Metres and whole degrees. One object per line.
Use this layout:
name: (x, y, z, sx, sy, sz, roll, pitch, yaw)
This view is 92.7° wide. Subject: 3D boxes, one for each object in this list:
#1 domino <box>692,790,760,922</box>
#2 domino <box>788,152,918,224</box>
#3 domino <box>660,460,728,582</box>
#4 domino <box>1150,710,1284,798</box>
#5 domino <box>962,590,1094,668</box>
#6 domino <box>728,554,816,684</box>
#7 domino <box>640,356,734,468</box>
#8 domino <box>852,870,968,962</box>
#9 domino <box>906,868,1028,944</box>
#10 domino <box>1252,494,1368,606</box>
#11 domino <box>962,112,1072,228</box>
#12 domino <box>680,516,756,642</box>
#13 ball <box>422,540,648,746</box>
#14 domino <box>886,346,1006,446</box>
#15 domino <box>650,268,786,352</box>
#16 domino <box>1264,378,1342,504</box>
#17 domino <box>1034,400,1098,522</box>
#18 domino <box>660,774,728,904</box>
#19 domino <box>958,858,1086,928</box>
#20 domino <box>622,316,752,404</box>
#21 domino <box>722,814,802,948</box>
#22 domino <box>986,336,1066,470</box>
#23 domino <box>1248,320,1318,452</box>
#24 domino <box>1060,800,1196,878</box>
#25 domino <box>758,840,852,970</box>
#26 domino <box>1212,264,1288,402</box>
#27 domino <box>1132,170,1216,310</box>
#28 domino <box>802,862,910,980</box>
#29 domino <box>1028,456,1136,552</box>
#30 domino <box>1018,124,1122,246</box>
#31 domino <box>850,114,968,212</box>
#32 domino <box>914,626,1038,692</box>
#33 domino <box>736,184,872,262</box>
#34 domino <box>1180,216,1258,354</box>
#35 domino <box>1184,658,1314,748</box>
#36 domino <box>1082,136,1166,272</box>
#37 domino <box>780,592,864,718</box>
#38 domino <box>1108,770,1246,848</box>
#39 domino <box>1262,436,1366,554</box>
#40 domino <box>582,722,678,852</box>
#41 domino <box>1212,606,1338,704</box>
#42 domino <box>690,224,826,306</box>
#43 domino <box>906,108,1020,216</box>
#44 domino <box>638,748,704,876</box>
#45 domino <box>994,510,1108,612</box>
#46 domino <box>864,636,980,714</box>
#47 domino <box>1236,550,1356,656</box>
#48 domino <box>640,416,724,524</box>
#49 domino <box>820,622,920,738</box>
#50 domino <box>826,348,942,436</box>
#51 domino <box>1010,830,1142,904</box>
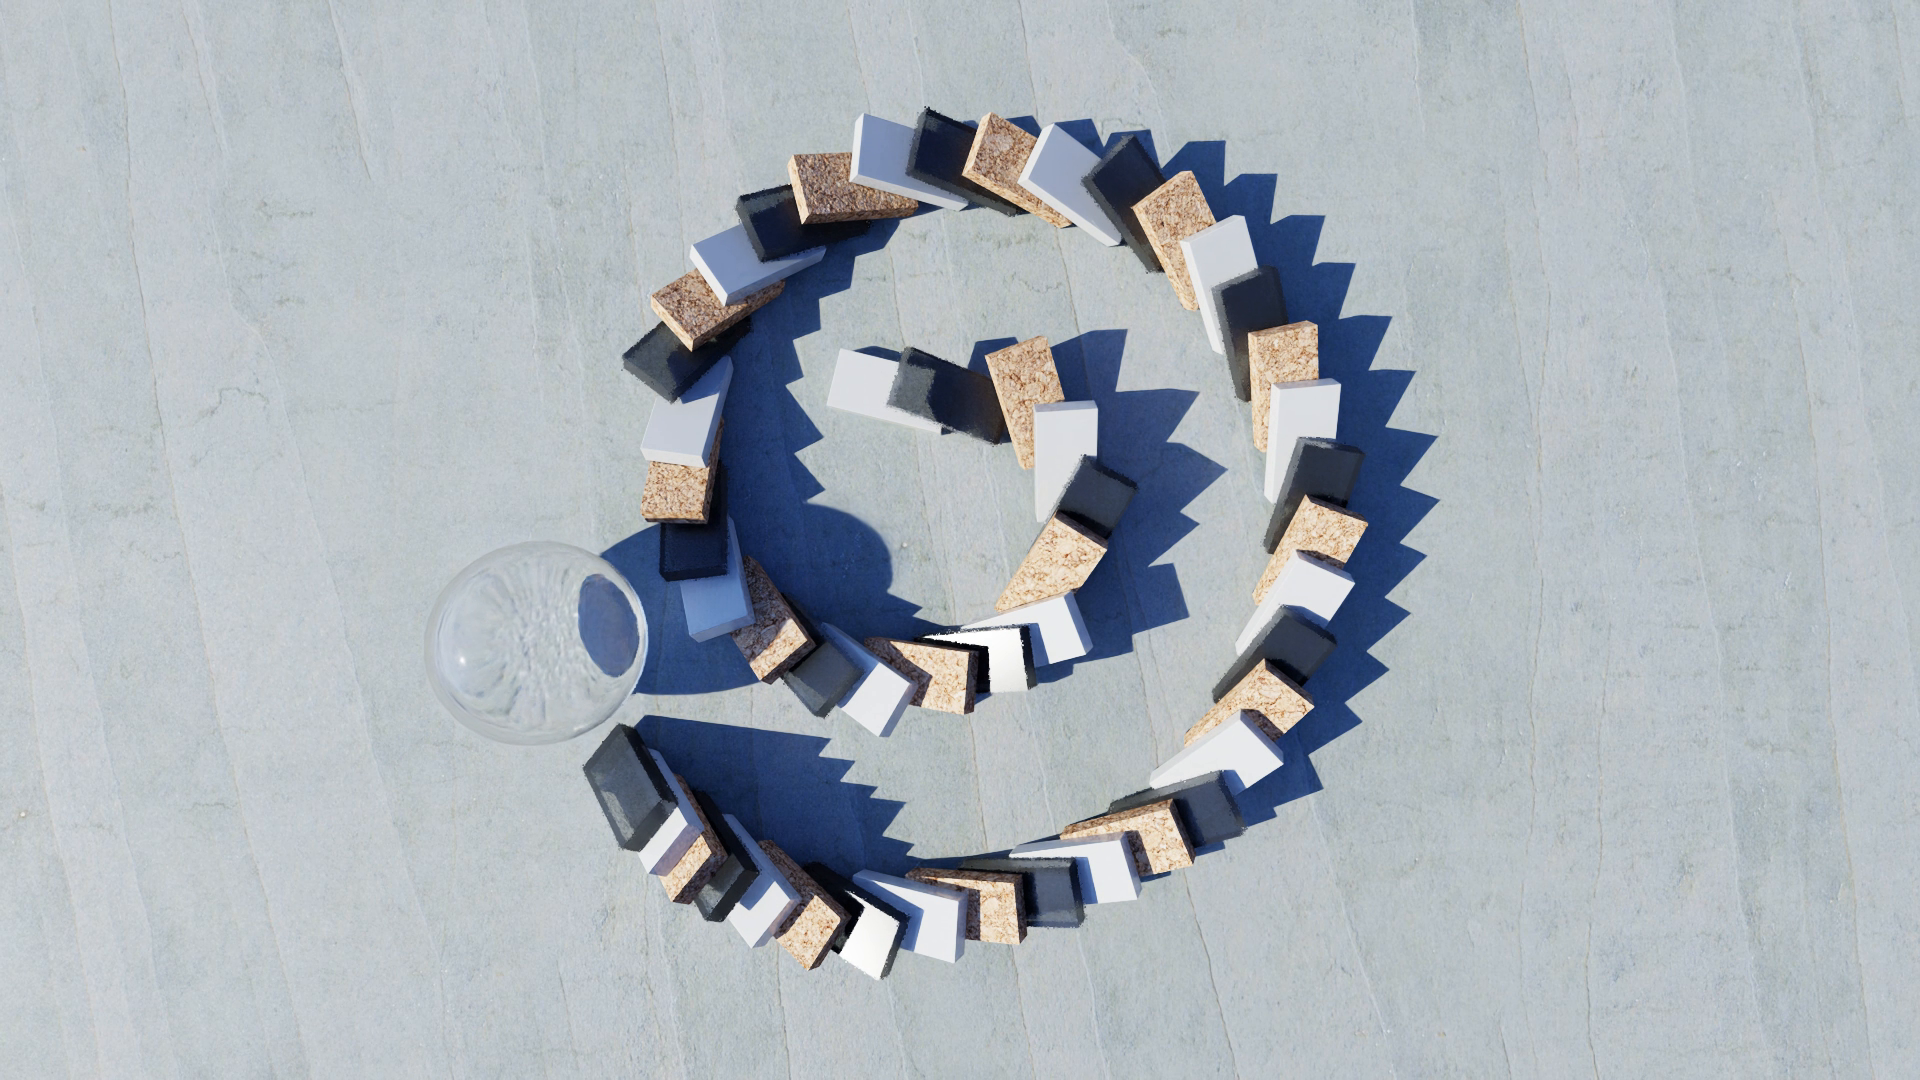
domino: (-0.105, 0.130, 0.380, 0.025, 0.010, 0.050, -53, 48, -1)
domino: (-0.044, -0.148, 0.385, 0.050, 0.009, 0.025, -14, 90, -26)
domino: (-0.112, -0.009, 0.385, 0.025, 0.010, 0.050, -7, 64, 0)
domino: (0.107, 0.096, 0.385, 0.025, 0.010, 0.050, 46, 116, 0)
domino: (0.028, 0.041, 0.383, 0.050, 0.010, 0.025, -20, 93, 30)
domino: (-0.085, 0.033, 0.385, 0.025, 0.009, 0.050, -40, 64, 0)
domino: (-0.114, -0.056, 0.385, 0.025, 0.009, 0.050, 8, 65, 0)
domino: (-0.022, 0.157, 0.385, 0.050, 0.009, 0.025, 4, 90, 25)
domino: (0.002, 0.153, 0.385, 0.050, 0.009, 0.025, -5, 90, 25)
domino: (0.146, 0.009, 0.385, 0.025, 0.009, 0.050, 20, 115, 0)
domino: (0.028, -0.155, 0.385, 0.050, 0.010, 0.025, 19, 90, -25)
domino: (-0.104, 0.015, 0.385, 0.025, 0.009, 0.050, -19, 64, 0)
ball: (-0.165, 0.040, 0.360, 0.080, 0.080, 0.080, 0, 90, 0)
domino: (-0.003, -0.060, 0.386, 0.050, 0.010, 0.025, 18, 90, -24)
domino: (-0.101, -0.103, 0.385, 0.025, 0.010, 0.050, 47, 64, 1)
domino: (0.143, -0.041, 0.385, 0.025, 0.009, 0.050, -5, 115, 0)
domino: (0.044, -0.032, 0.384, 0.025, 0.010, 0.050, -4, 120, 0)
domino: (-0.117, 0.122, 0.380, 0.025, 0.010, 0.050, -51, 48, 1)
domino: (0.025, 0.148, 0.385, 0.050, 0.009, 0.025, -10, 90, 24)
domino: (-0.114, -0.083, 0.384, 0.025, 0.010, 0.050, 37, 63, 2)
domino: (-0.091, 0.142, 0.384, 0.050, 0.010, 0.025, 39, 90, 28)
domino: (0.031, -0.058, 0.386, 0.025, 0.009, 0.050, -21, 109, -5)
domino: (0.136, -0.064, 0.385, 0.025, 0.009, 0.050, -12, 115, 0)
domino: (0.070, 0.128, 0.385, 0.050, 0.009, 0.025, -23, 90, 25)
domino: (-0.072, 0.152, 0.385, 0.050, 0.009, 0.025, 33, 90, 25)
domino: (0.125, -0.086, 0.385, 0.025, 0.009, 0.050, -22, 115, 0)
domino: (0.096, -0.125, 0.385, 0.025, 0.010, 0.050, -36, 115, 0)
domino: (-0.048, 0.159, 0.385, 0.050, 0.009, 0.025, 20, 90, 26)
domino: (0.050, -0.007, 0.384, 0.025, 0.010, 0.050, 26, 116, -3)
domino: (0.051, -0.148, 0.385, 0.050, 0.010, 0.025, 26, 90, -25)
domino: (-0.020, -0.158, 0.385, 0.050, 0.009, 0.025, 6, 90, -25)
domino: (0.006, 0.051, 0.384, 0.050, 0.009, 0.025, -8, 91, 29)
domino: (-0.065, -0.136, 0.385, 0.050, 0.009, 0.025, -25, 90, -25)
domino: (0.113, -0.107, 0.385, 0.025, 0.009, 0.050, -26, 115, 0)
domino: (0.121, 0.076, 0.385, 0.025, 0.009, 0.050, 38, 115, 0)
domino: (0.077, -0.140, 0.385, 0.025, 0.010, 0.050, -46, 115, 0)
domino: (-0.066, 0.048, 0.385, 0.050, 0.009, 0.025, 42, 90, 26)
domino: (0.090, 0.117, 0.385, 0.050, 0.010, 0.025, -25, 90, 25)
domino: (0.148, -0.016, 0.385, 0.025, 0.009, 0.050, 10, 115, 0)
domino: (-0.137, 0.102, 0.380, 0.025, 0.009, 0.050, -51, 48, 0)
domino: (0.131, 0.054, 0.385, 0.025, 0.010, 0.050, 30, 115, 0)
domino: (-0.084, -0.121, 0.385, 0.050, 0.009, 0.025, -35, 90, -26)
domino: (0.004, -0.158, 0.385, 0.050, 0.010, 0.025, 12, 90, -25)
domino: (-0.127, 0.112, 0.380, 0.025, 0.010, 0.050, -52, 48, 0)
domino: (0.038, 0.015, 0.385, 0.025, 0.009, 0.050, 31, 116, 0)
domino: (-0.017, 0.056, 0.384, 0.050, 0.010, 0.025, 5, 90, 28)
domino: (0.140, 0.031, 0.385, 0.025, 0.010, 0.050, 24, 115, 0)
domino: (-0.116, -0.032, 0.385, 0.025, 0.009, 0.050, 2, 65, 1)
domino: (-0.044, 0.058, 0.385, 0.050, 0.009, 0.025, 31, 91, 27)
domino: (-0.030, -0.064, 0.395, 0.050, 0.010, 0.025, 14, 90, 0)
domino: (0.048, 0.139, 0.385, 0.050, 0.010, 0.025, -16, 90, 24)
